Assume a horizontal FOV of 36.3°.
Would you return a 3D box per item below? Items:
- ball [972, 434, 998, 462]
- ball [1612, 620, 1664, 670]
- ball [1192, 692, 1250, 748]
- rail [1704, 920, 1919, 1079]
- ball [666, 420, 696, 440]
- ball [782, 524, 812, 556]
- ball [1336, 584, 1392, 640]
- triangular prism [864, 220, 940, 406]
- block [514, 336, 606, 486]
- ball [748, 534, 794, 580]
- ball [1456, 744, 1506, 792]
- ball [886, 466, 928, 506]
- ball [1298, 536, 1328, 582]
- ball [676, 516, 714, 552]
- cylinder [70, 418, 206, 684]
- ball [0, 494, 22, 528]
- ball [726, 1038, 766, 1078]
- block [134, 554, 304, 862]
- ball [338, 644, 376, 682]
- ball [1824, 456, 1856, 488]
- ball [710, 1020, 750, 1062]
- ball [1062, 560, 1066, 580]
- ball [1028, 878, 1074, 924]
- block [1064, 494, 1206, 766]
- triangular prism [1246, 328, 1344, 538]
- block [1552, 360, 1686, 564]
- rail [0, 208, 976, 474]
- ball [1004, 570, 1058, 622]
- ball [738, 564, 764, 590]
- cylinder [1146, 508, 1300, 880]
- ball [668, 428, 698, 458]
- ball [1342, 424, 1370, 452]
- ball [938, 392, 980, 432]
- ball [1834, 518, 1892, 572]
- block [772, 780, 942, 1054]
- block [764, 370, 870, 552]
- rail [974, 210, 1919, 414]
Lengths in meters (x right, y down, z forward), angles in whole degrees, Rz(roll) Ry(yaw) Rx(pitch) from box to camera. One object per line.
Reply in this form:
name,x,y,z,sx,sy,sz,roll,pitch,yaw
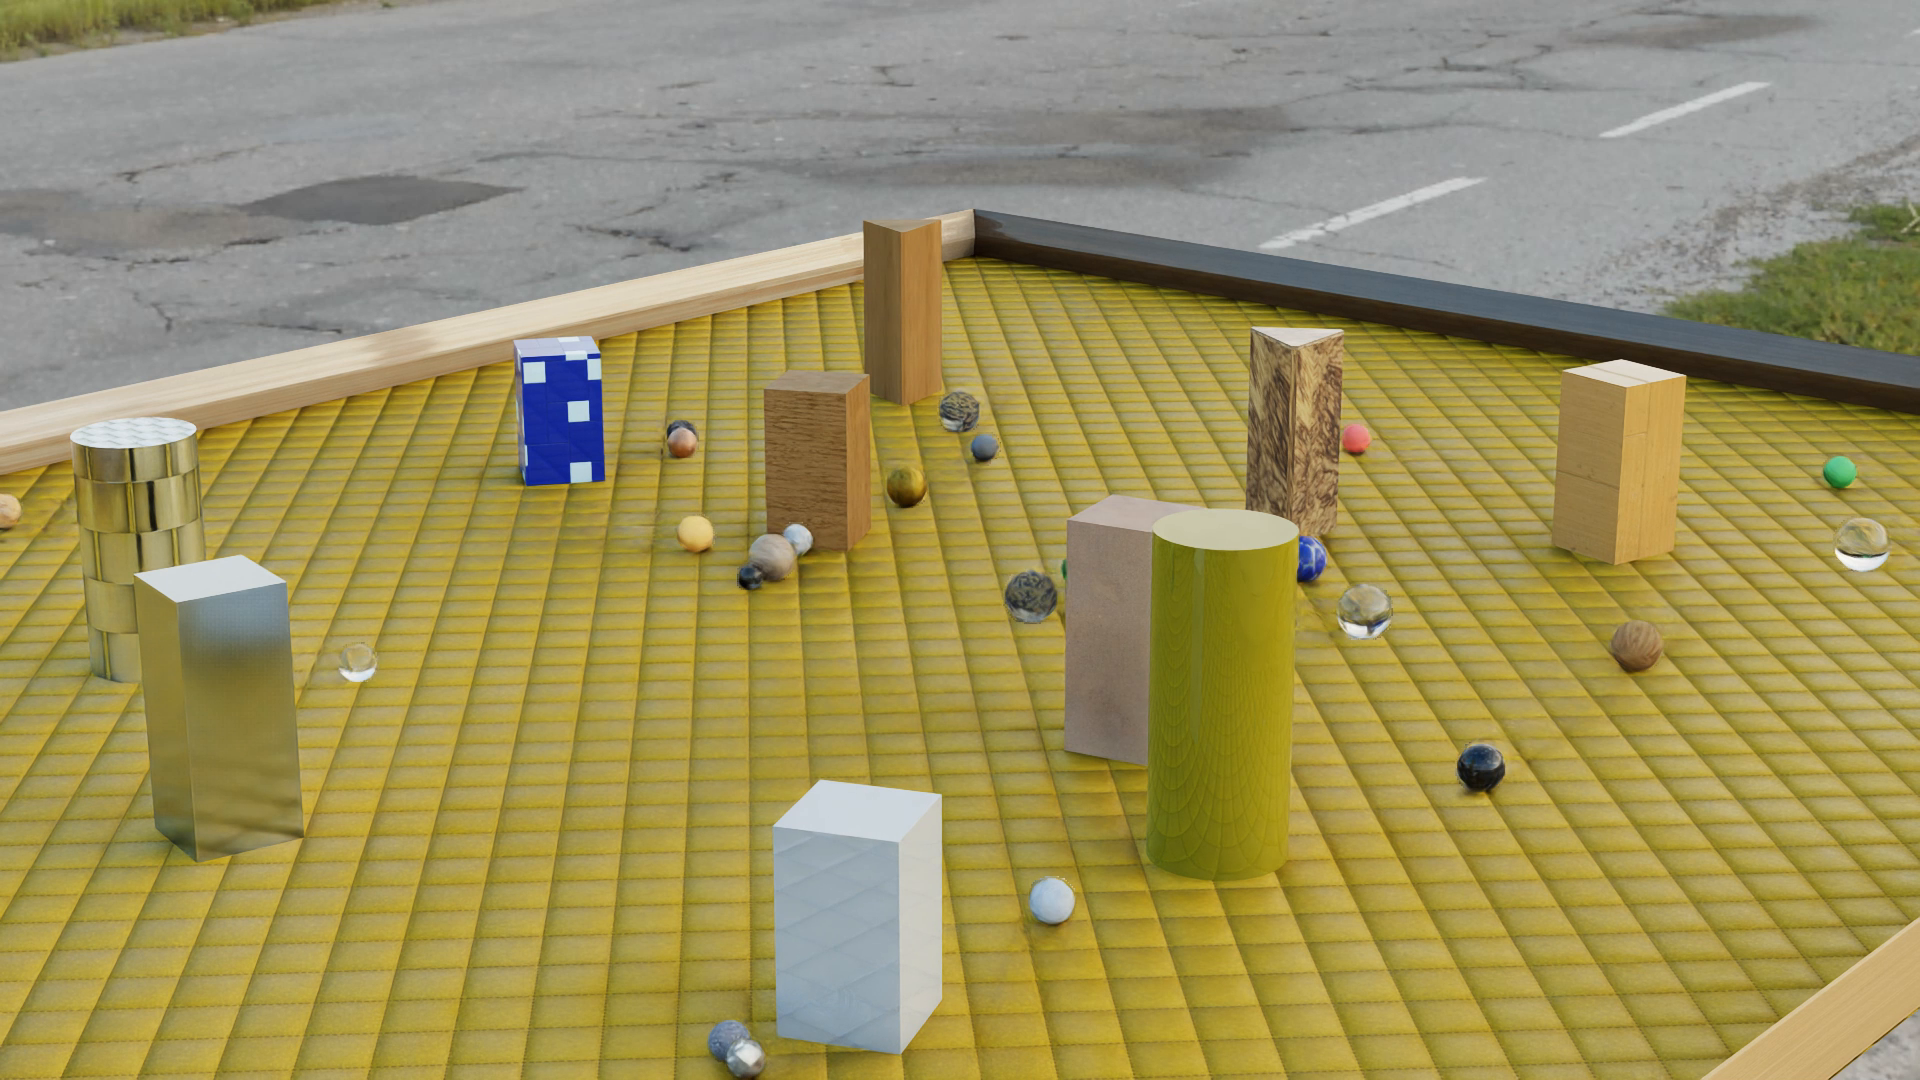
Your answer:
ball,0.050,-0.189,5.976,0.056,0.056,0.056,0,17,0
ball,1.095,0.171,4.740,0.081,0.081,0.081,0,17,0
ball,0.393,0.269,4.408,0.084,0.084,0.084,0,17,0
rail,1.463,0.398,3.904,0.045,0.126,4.628,14,22,39
ball,-0.576,-0.217,6.058,0.062,0.062,0.062,0,17,0
ball,-0.298,0.000,5.349,0.057,0.057,0.057,0,17,0
ball,0.674,0.120,4.890,0.092,0.092,0.092,0,17,0
triangular prism,-0.105,-0.510,6.470,0.146,0.385,0.168,-10,20,-30
block,-0.800,-0.259,5.853,0.156,0.261,0.156,-4,17,-13
ball,-0.335,0.030,5.207,0.083,0.083,0.083,0,17,0
ball,0.754,0.329,4.238,0.070,0.070,0.070,0,17,0
ball,-0.103,-0.104,5.655,0.079,0.079,0.079,0,17,0
ball,0.609,0.033,5.192,0.084,0.084,0.084,0,17,0
ball,-0.484,-0.011,5.367,0.068,0.068,0.068,0,17,0
cylinder,-1.316,0.015,4.725,0.194,0.389,0.194,0,17,0
ball,-1.798,-0.054,5.511,0.066,0.066,0.066,0,17,0
ball,-0.247,0.599,3.385,0.045,0.045,0.045,0,17,0
block,-1.020,0.230,4.039,0.156,0.373,0.156,-12,20,-34
ball,-0.964,0.197,4.690,0.060,0.060,0.060,0,17,0
ball,1.736,-0.134,5.782,0.062,0.062,0.062,0,17,0
ball,-0.269,0.585,3.424,0.048,0.048,0.048,0,17,0
ball,0.207,0.052,5.175,0.057,0.057,0.057,0,17,0
ball,0.119,0.468,3.794,0.059,0.059,0.059,0,17,0
block,0.262,0.134,4.379,0.156,0.361,0.156,9,19,27
triangular prism,0.598,-0.199,5.447,0.146,0.381,0.168,13,21,36
block,1.202,-0.144,5.353,0.156,0.330,0.156,-11,20,-33
rail,-1.463,-0.335,6.336,0.045,0.126,4.628,14,22,39
ball,0.121,0.096,4.974,0.089,0.089,0.089,0,17,0
ball,-0.368,0.065,5.155,0.044,0.044,0.044,0,17,0
cylinder,0.353,0.207,3.958,0.194,0.464,0.194,0,17,0
ball,-0.568,-0.199,6.000,0.061,0.061,0.061,0,17,0
ball,0.815,-0.209,6.038,0.059,0.059,0.059,0,17,0
ball,-0.001,-0.271,6.194,0.087,0.087,0.087,0,17,0
ball,1.617,0.008,5.251,0.097,0.097,0.097,0,17,0
block,-0.120,0.447,3.498,0.156,0.269,0.156,5,18,17
block,-0.262,-0.148,5.424,0.156,0.298,0.156,4,17,14
rail,1.502,-0.468,6.776,3.921,0.126,0.045,14,22,39
